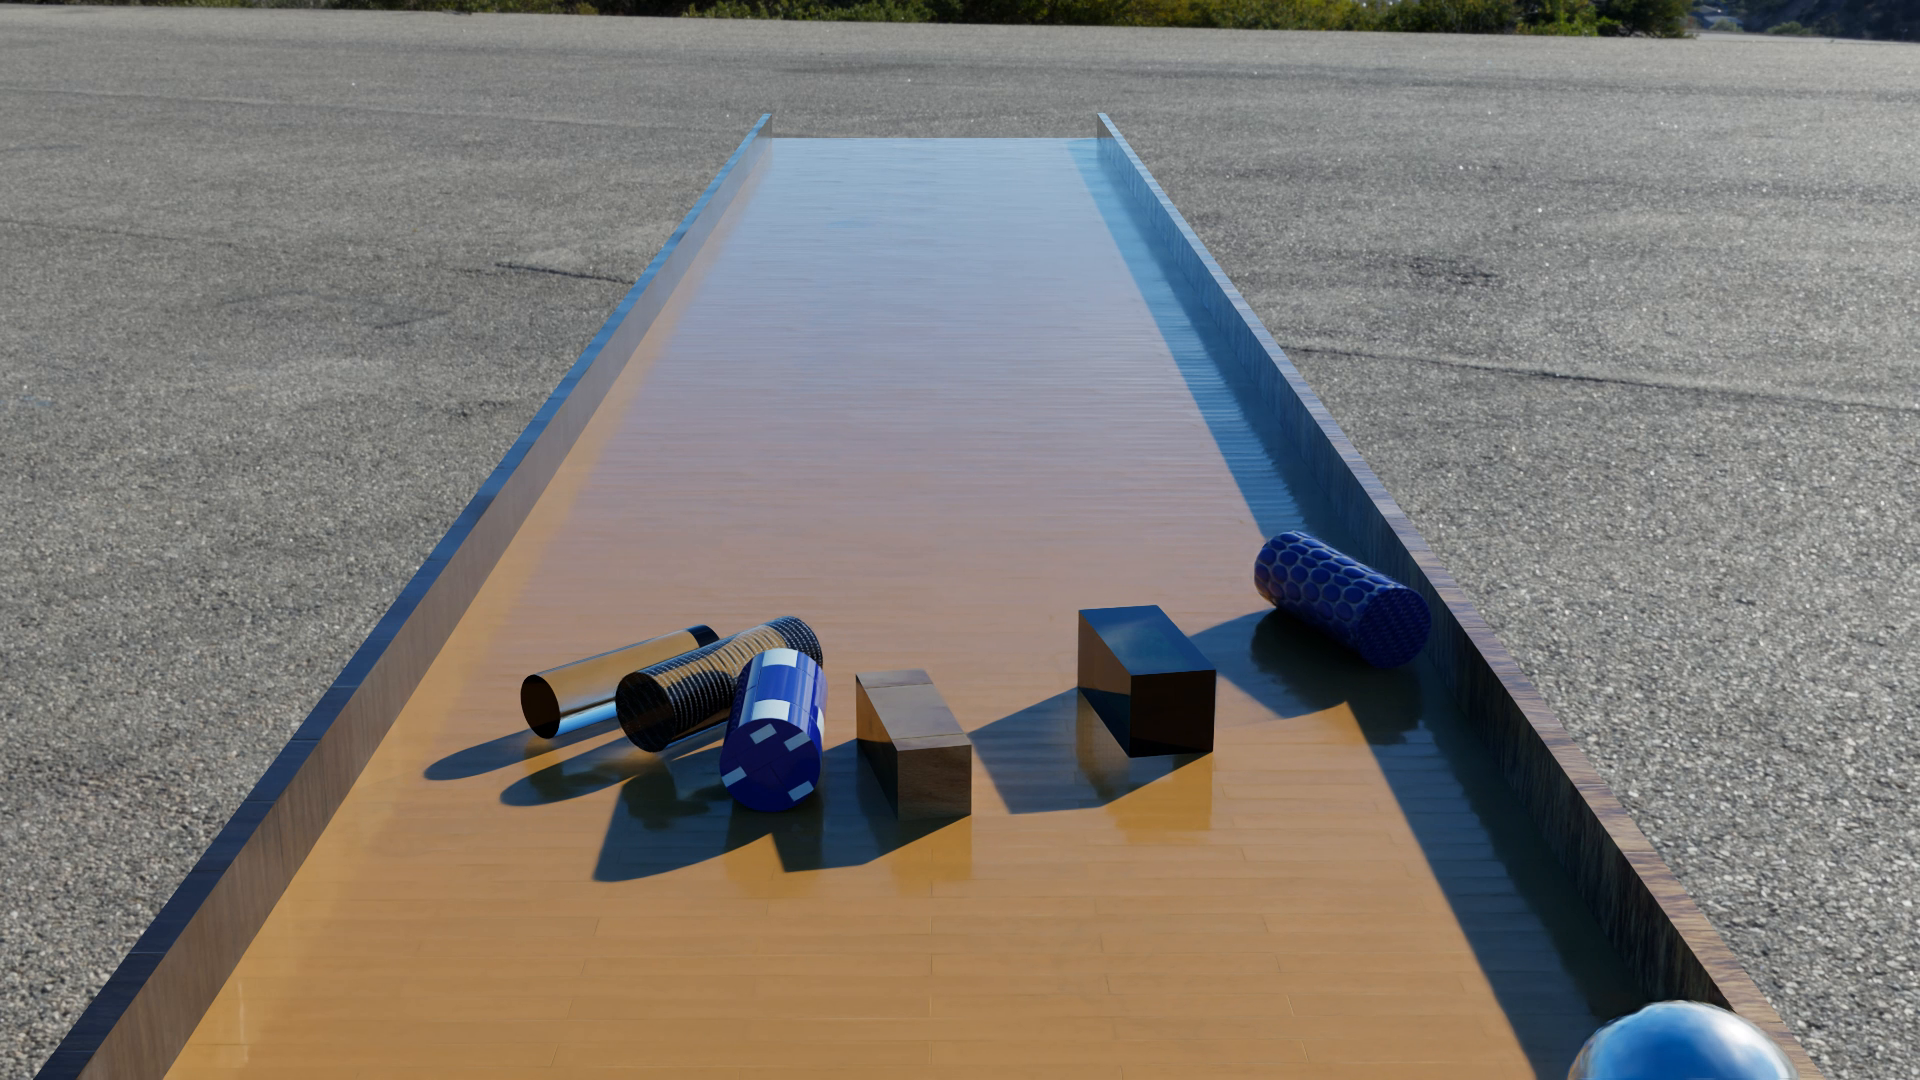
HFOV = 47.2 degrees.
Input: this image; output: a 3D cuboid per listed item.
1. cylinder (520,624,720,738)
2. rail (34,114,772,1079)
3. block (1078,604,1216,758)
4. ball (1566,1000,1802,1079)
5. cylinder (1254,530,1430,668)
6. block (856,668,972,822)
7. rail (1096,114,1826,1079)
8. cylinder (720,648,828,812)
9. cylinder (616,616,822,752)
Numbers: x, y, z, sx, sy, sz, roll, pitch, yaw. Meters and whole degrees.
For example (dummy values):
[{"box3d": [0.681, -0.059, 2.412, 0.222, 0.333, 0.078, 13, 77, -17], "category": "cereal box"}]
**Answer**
[{"box3d": [-0.628, 0.263, 4.132, 0.121, 0.121, 0.392, 15, 22, 41], "category": "cylinder"}, {"box3d": [-1.118, -0.838, 7.780, 0.050, 0.150, 12.000, 0, 17, -1], "category": "rail"}, {"box3d": [0.341, 0.257, 4.088, 0.156, 0.156, 0.374, -3, 17, -11], "category": "block"}, {"box3d": [0.827, 0.665, 2.506, 0.277, 0.277, 0.277, 0, 17, 0], "category": "ball"}, {"box3d": [0.781, 0.118, 4.535, 0.168, 0.168, 0.428, -6, 18, -20], "category": "cylinder"}, {"box3d": [-0.085, 0.350, 3.829, 0.125, 0.125, 0.382, -4, 17, -12], "category": "block"}, {"box3d": [0.932, -0.844, 7.801, 0.050, 0.150, 12.000, 0, 17, -1], "category": "rail"}, {"box3d": [-0.320, 0.326, 3.833, 0.168, 0.168, 0.351, 0, 17, -1], "category": "cylinder"}, {"box3d": [-0.442, 0.263, 4.079, 0.150, 0.150, 0.398, 12, 21, 36], "category": "cylinder"}]
